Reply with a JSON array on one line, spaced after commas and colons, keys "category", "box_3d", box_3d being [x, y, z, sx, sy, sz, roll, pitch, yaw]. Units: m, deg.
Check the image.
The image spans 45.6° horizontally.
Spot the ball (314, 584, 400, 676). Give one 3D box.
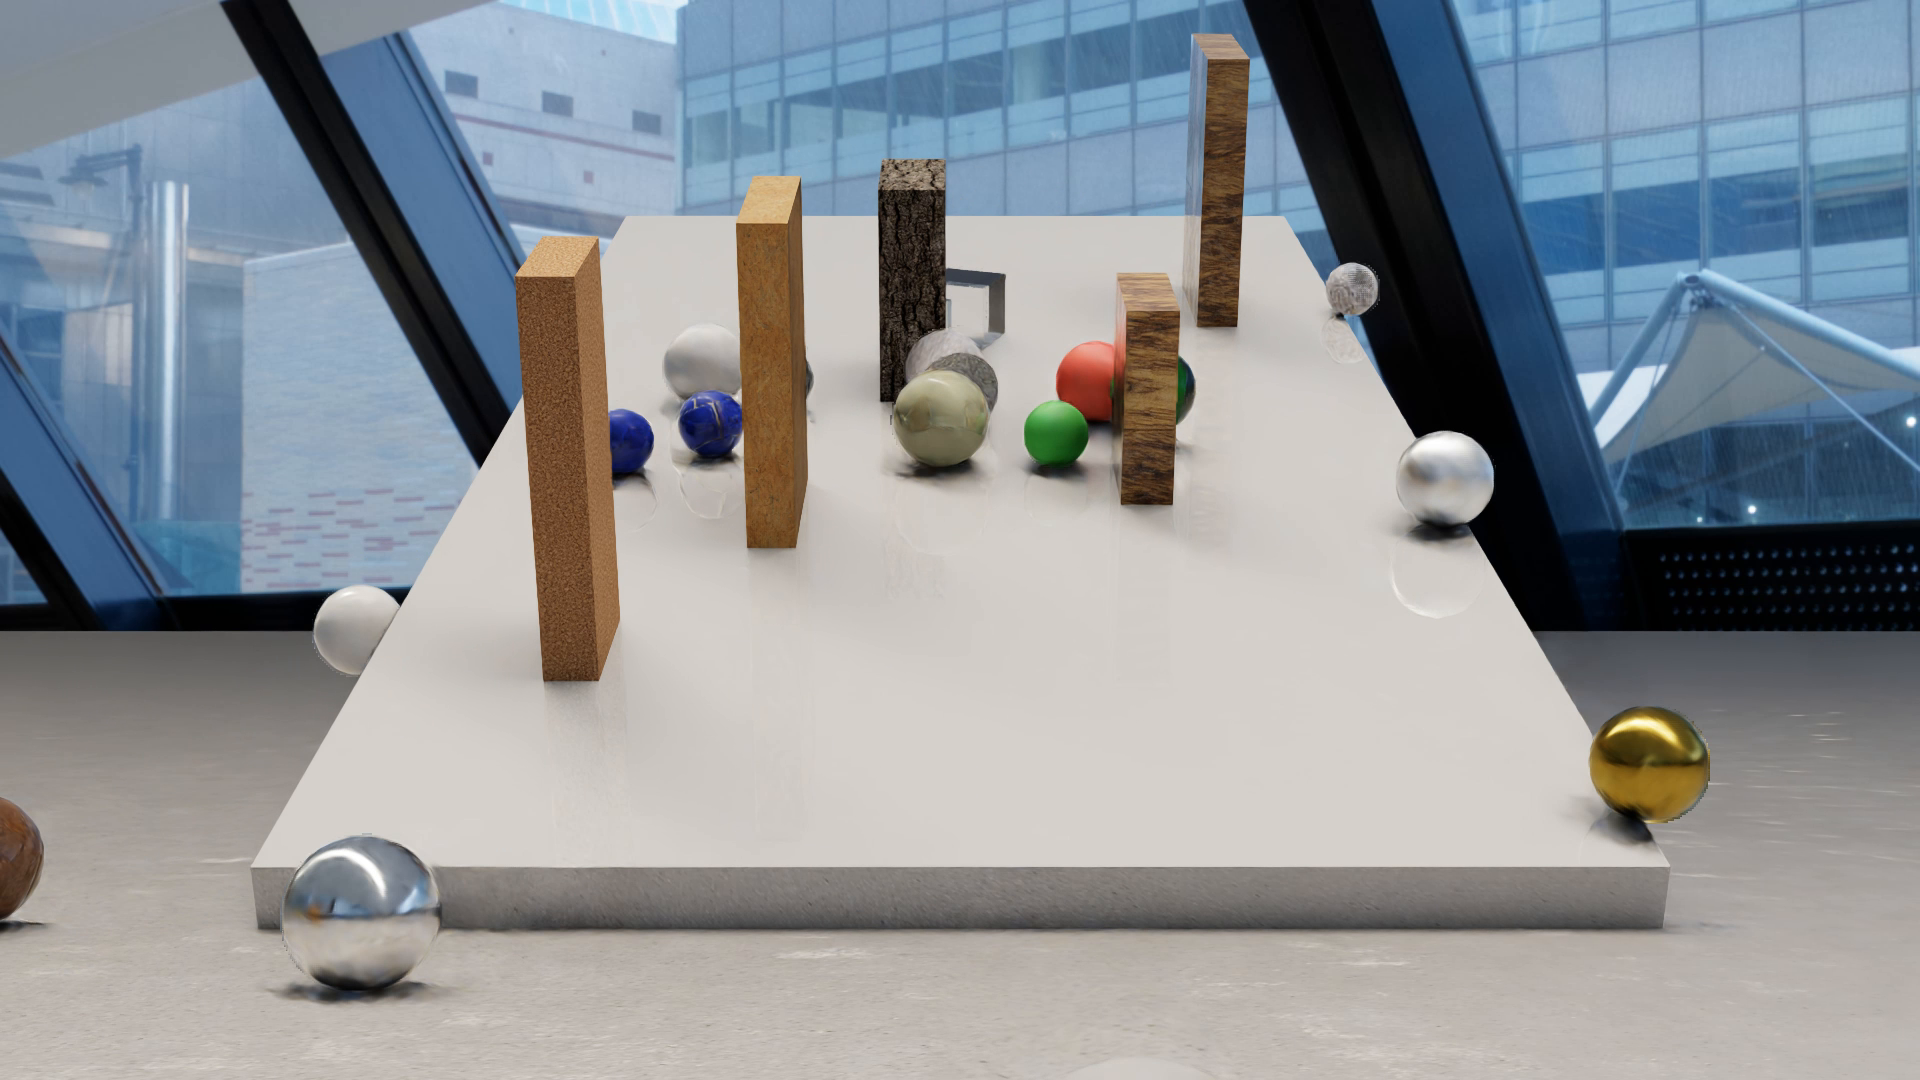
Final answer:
[{"category": "ball", "box_3d": [-1.184, 0.178, 4.513, 0.178, 0.178, 0.178, 0, -2, 0]}]

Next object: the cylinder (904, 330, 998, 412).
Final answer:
[{"category": "cylinder", "box_3d": [-0.020, -0.356, 5.074, 0.179, 0.179, 0.179, 0, 21, -12]}]

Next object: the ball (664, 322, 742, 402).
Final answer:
[{"category": "ball", "box_3d": [-0.574, -0.395, 5.157, 0.191, 0.191, 0.191, 0, -2, 0]}]

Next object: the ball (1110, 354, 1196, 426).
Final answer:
[{"category": "ball", "box_3d": [0.414, -0.323, 4.905, 0.186, 0.186, 0.186, 0, -2, 0]}]

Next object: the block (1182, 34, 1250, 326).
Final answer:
[{"category": "block", "box_3d": [0.653, -0.929, 5.871, 0.103, 0.674, 0.403, 0, 21, 0]}]

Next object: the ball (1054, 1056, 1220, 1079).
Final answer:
[{"category": "ball", "box_3d": [0.101, 0.387, 1.285, 0.188, 0.188, 0.188, 0, -2, 0]}]

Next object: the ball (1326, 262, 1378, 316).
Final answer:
[{"category": "ball", "box_3d": [1.012, -0.647, 5.901, 0.136, 0.136, 0.136, 0, -2, 0]}]

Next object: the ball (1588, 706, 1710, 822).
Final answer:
[{"category": "ball", "box_3d": [1.004, 0.326, 3.334, 0.169, 0.169, 0.169, 0, -2, 0]}]

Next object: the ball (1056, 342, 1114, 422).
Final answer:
[{"category": "ball", "box_3d": [0.301, -0.351, 5.063, 0.179, 0.179, 0.179, 0, -2, 0]}]

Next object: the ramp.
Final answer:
[{"category": "ramp", "box_3d": [-0.006, -0.216, 5.100, 2.000, 0.100, 4.000, 0, 21, 0]}]

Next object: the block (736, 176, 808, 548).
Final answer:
[{"category": "block", "box_3d": [-0.361, -0.352, 4.437, 0.093, 0.631, 0.403, 0, 21, 0]}]

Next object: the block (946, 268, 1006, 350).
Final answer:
[{"category": "block", "box_3d": [0.013, -0.575, 5.676, 0.154, 0.154, 0.154, 8, 23, 20]}]

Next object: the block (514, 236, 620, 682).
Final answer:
[{"category": "block", "box_3d": [-0.646, -0.135, 3.794, 0.093, 0.690, 0.263, 0, 21, 0]}]

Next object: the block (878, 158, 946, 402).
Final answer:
[{"category": "block", "box_3d": [-0.108, -0.605, 5.286, 0.149, 0.490, 0.334, 0, 21, 0]}]

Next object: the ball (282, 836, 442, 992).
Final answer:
[{"category": "ball", "box_3d": [-0.708, 0.442, 2.704, 0.183, 0.183, 0.183, 0, -2, 0]}]

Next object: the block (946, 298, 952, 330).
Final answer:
[{"category": "block", "box_3d": [-0.103, -0.523, 5.585, 0.122, 0.122, 0.122, 11, 24, 26]}]

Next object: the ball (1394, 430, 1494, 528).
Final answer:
[{"category": "ball", "box_3d": [0.944, -0.118, 4.449, 0.190, 0.190, 0.190, 0, -2, 0]}]

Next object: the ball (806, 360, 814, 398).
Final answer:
[{"category": "ball", "box_3d": [-0.398, -0.361, 5.144, 0.138, 0.138, 0.138, 0, -2, 0]}]

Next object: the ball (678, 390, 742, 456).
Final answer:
[{"category": "ball", "box_3d": [-0.528, -0.247, 4.843, 0.141, 0.141, 0.141, 0, -2, 0]}]

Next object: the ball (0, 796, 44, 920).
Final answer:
[{"category": "ball", "box_3d": [-1.415, 0.458, 3.272, 0.192, 0.192, 0.192, 0, -2, 0]}]

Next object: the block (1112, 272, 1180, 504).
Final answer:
[{"category": "block", "box_3d": [0.375, -0.311, 4.653, 0.105, 0.402, 0.294, 0, 21, 0]}]

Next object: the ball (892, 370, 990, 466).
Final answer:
[{"category": "ball", "box_3d": [-0.039, -0.255, 4.781, 0.203, 0.203, 0.203, 0, -2, 0]}]

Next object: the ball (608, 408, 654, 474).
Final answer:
[{"category": "ball", "box_3d": [-0.702, -0.205, 4.746, 0.134, 0.134, 0.134, 0, -2, 0]}]

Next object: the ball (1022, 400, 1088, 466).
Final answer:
[{"category": "ball", "box_3d": [0.201, -0.223, 4.791, 0.138, 0.138, 0.138, 0, -2, 0]}]
